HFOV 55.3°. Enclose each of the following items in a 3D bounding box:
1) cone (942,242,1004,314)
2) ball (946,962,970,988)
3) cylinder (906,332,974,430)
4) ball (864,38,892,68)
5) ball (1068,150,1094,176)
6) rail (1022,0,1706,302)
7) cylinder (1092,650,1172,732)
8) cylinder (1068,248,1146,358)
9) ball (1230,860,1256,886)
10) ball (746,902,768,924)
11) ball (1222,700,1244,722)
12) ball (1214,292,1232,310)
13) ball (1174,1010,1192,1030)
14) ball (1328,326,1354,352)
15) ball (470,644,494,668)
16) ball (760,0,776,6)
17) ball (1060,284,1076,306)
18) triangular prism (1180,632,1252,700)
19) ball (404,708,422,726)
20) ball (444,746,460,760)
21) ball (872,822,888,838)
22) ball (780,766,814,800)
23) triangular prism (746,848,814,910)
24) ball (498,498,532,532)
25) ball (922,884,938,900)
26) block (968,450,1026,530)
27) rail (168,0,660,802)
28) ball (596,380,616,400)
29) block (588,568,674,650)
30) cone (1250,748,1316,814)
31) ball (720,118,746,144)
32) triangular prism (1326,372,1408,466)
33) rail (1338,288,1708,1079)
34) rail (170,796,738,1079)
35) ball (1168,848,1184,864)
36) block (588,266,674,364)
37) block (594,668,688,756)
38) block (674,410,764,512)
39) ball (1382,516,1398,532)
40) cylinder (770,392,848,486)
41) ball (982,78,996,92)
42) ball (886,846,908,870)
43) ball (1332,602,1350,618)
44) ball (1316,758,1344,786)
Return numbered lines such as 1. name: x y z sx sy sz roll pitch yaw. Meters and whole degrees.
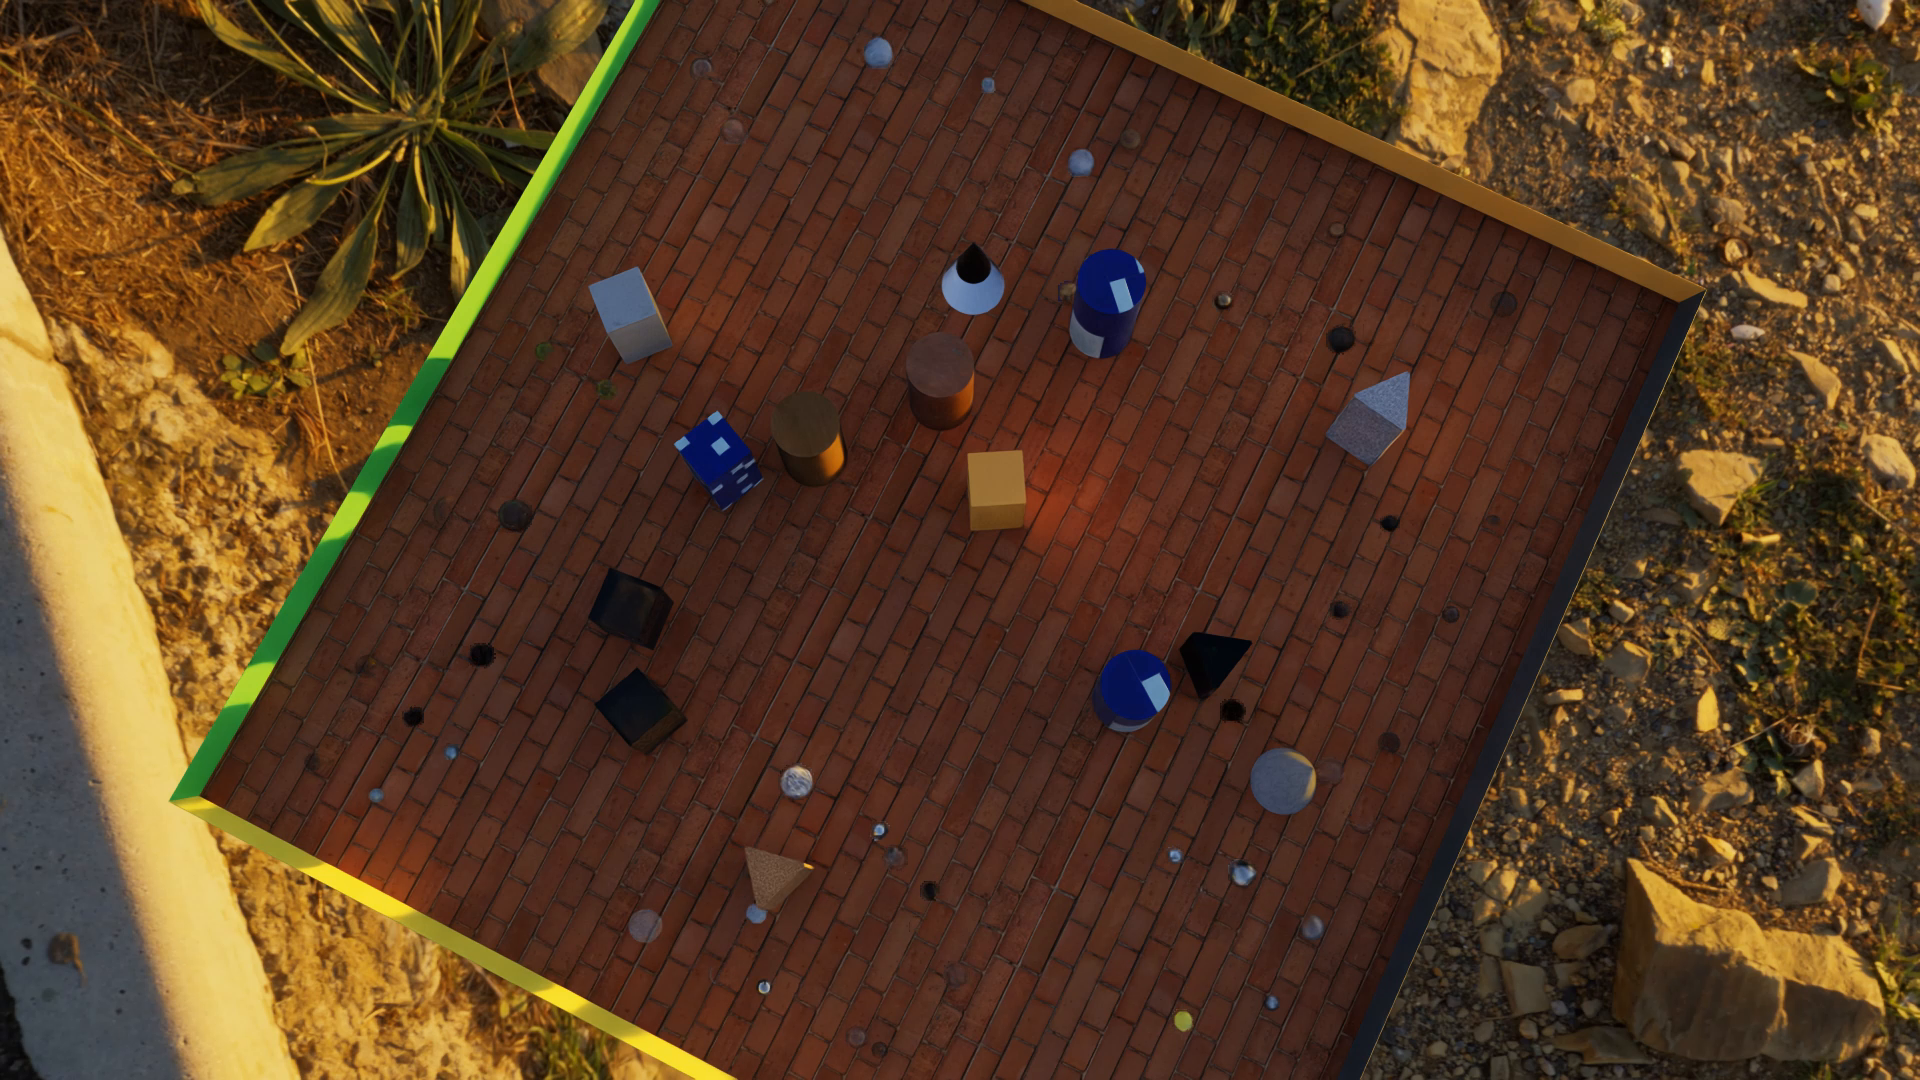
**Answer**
1. cone: 0.042 -0.844 5.601 0.200 0.373 0.200 0 78 0
2. ball: -0.008 1.263 5.320 0.069 0.069 0.069 0 78 0
3. cylinder: -0.058 -0.473 5.525 0.200 0.371 0.200 0 78 0
4. ball: -0.263 -1.566 5.892 0.095 0.095 0.095 0 78 0
5. ball: 0.385 -1.198 5.822 0.083 0.083 0.083 0 78 0
6. rail: 0.763 -1.487 5.857 3.418 0.130 0.045 26 80 5
7. cylinder: 0.497 0.444 5.350 0.200 0.342 0.200 0 78 0
8. cylinder: 0.442 -0.709 5.544 0.200 0.430 0.200 0 78 0
9. ball: 0.830 0.978 5.375 0.076 0.076 0.076 0 78 0
10. ball: -0.594 1.091 5.360 0.060 0.060 0.060 0 78 0
11. ball: 0.815 0.511 5.477 0.066 0.066 0.066 0 78 0
12. ball: 0.826 -0.748 5.743 0.056 0.056 0.056 0 78 0
13. ball: 0.646 1.390 5.300 0.056 0.056 0.056 0 78 0
14. ball: 1.188 -0.625 5.704 0.082 0.082 0.082 0 78 0
15. ball: -1.438 0.348 5.510 0.068 0.068 0.068 0 78 0
16. ball: -0.624 -1.766 5.953 0.057 0.057 0.057 0 78 0
17. ball: 0.345 -0.770 5.736 0.068 0.068 0.068 0 78 0
18. triangular prism: 0.724 0.343 5.393 0.150 0.300 0.173 38 81 7
19. ball: -1.635 0.530 5.480 0.053 0.053 0.053 0 78 0
20. ball: -1.515 0.634 5.463 0.043 0.043 0.043 0 78 0
21. ball: -0.237 0.859 5.415 0.047 0.047 0.047 0 78 0
22. ball: -0.483 0.717 5.419 0.097 0.097 0.097 0 78 0
23. triangular prism: -0.545 0.941 5.249 0.173 0.338 0.150 -43 81 -8
24. ball: -1.356 -0.075 5.581 0.100 0.100 0.100 0 78 0
25. ball: -0.088 1.032 5.379 0.047 0.047 0.047 0 78 0
26. block: 0.107 -0.145 5.475 0.160 0.336 0.160 -4 78 -1
27. rail: -1.507 -0.731 5.701 0.045 0.130 3.459 26 80 5
28. ball: -1.098 -0.467 5.682 0.062 0.062 0.062 0 78 0
29. block: -0.974 0.208 5.441 0.160 0.259 0.160 21 79 4
30. cone: 0.966 0.671 5.236 0.200 0.474 0.200 0 78 0
31. ball: -0.721 -1.305 5.844 0.084 0.084 0.084 0 78 0
32. triangular prism: 1.246 -0.380 5.473 0.173 0.435 0.150 36 81 7
33. rail: 1.507 0.745 5.395 0.045 0.130 3.459 26 80 5
34. rail: -0.763 1.501 5.239 3.418 0.130 0.045 26 80 5
35. ball: 0.635 0.931 5.401 0.045 0.045 0.045 0 78 0
36. block: -1.002 -0.682 5.596 0.160 0.317 0.160 -23 79 -5
37. block: -0.929 0.505 5.361 0.160 0.295 0.160 -41 81 -8
38. block: -0.718 -0.232 5.488 0.160 0.347 0.160 -39 81 -7
39. ball: 1.316 -0.050 5.602 0.048 0.048 0.048 0 78 0
40. cylinder: -0.448 -0.298 5.490 0.200 0.370 0.200 0 78 0
41. ball: 0.091 -1.465 5.897 0.046 0.046 0.046 0 78 0
42. ball: -0.188 0.935 5.390 0.065 0.065 0.065 0 78 0
43. ball: 1.152 0.213 5.546 0.052 0.052 0.052 0 78 0
44. ball: 1.097 0.689 5.428 0.082 0.082 0.082 0 78 0
